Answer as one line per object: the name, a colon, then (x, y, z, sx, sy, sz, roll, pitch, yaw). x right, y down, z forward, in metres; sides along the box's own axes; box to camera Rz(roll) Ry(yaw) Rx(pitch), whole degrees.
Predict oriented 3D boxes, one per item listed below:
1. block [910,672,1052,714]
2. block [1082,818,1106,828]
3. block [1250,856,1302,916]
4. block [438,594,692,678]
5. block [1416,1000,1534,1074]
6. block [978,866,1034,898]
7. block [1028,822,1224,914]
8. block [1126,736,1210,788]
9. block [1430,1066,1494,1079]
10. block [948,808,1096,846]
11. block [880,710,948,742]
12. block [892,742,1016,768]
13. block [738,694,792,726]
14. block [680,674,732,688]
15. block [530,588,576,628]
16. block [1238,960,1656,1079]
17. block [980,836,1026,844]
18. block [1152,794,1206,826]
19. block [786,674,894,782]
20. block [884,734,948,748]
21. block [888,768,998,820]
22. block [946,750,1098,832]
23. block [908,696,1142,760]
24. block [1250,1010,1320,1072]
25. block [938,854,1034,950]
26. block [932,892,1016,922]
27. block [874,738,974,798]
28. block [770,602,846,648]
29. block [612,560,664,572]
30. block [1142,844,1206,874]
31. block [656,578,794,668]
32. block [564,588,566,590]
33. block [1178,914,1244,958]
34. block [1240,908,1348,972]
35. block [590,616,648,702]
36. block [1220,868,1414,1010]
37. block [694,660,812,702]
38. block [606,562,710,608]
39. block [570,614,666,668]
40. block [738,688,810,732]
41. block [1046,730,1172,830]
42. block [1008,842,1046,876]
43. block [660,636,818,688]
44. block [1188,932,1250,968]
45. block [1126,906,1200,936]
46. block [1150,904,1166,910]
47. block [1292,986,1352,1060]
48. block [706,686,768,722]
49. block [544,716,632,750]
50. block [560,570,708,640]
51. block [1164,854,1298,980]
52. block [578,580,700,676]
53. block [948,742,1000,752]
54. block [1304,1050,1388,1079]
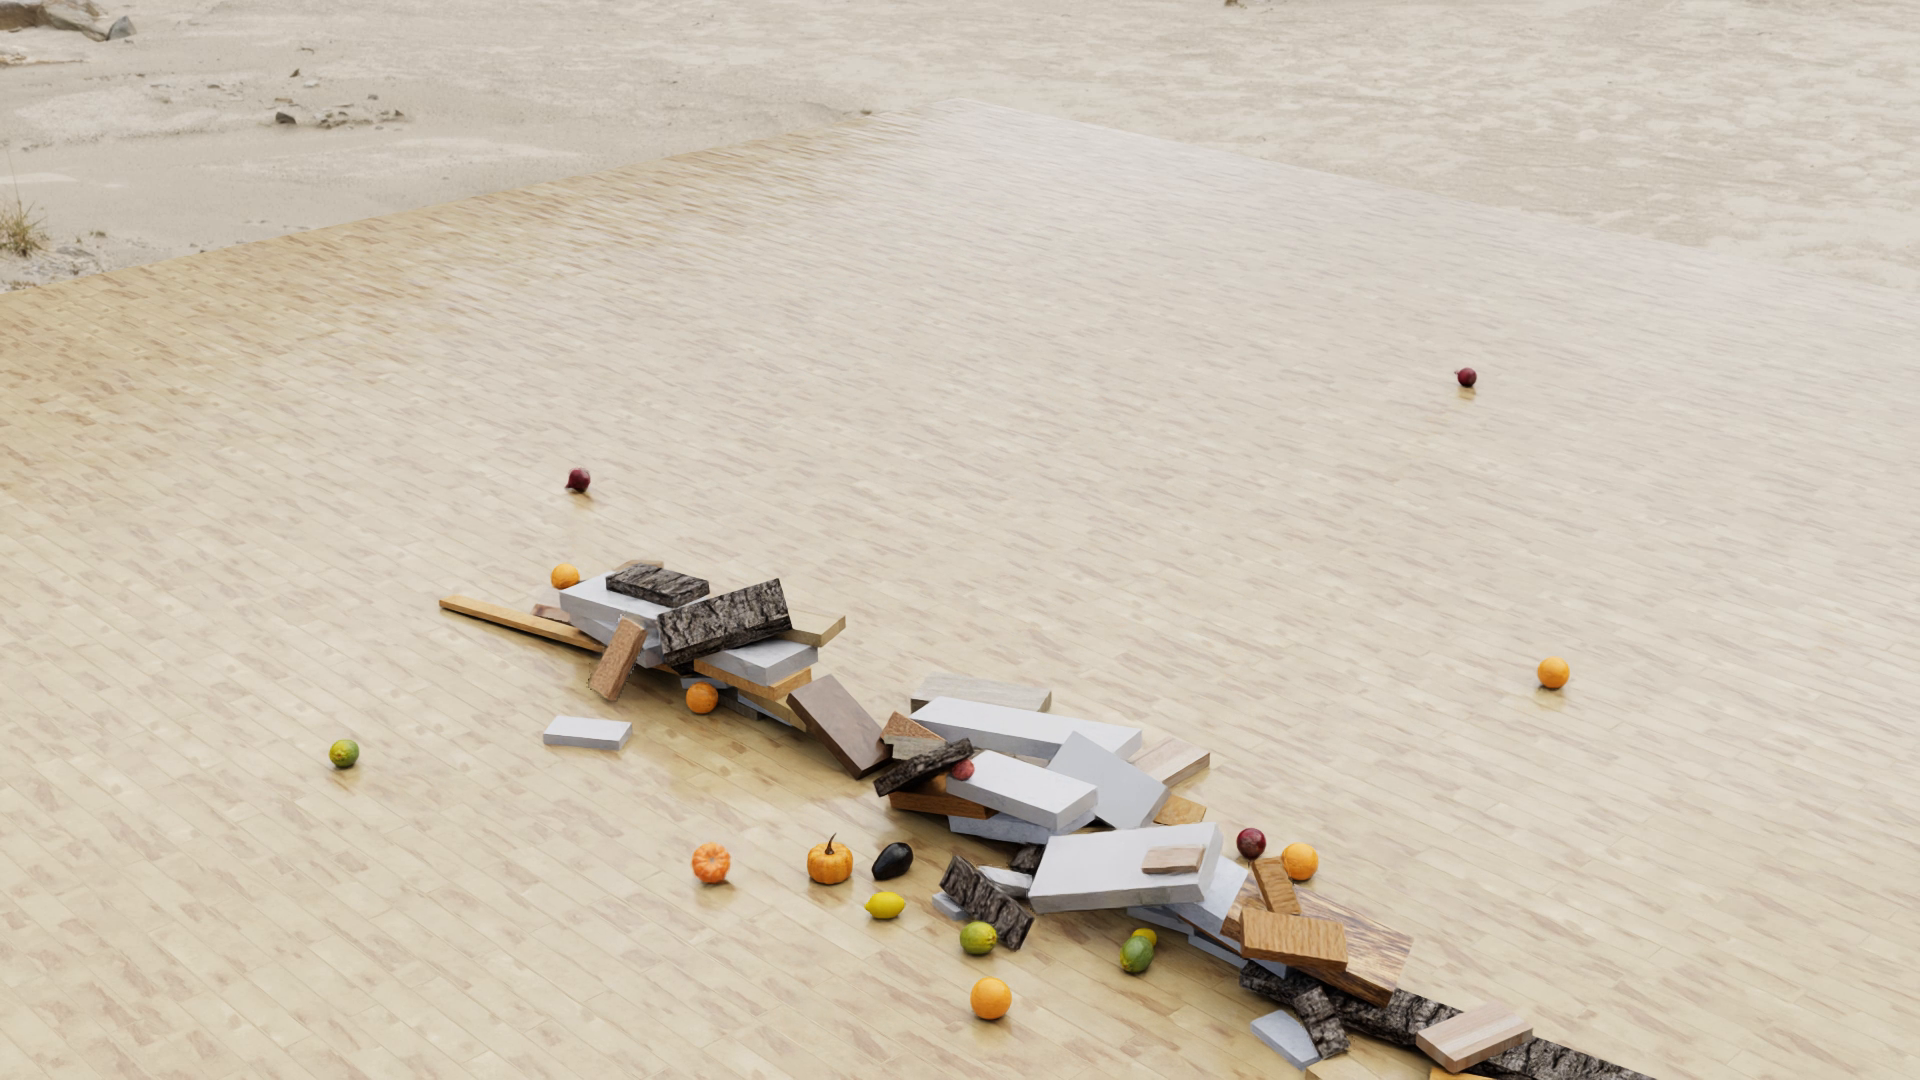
block: (0.047, 0.358, 4.866, 0.282, 0.040, 0.141, 8, 24, 17)
block: (0.230, 0.553, 4.432, 0.146, 0.021, 0.073, -3, 23, -8)
block: (0.553, 0.609, 3.843, 0.054, 0.015, 0.109, -6, 61, -26)
block: (-0.927, 0.221, 5.180, 0.792, 0.016, 0.057, 13, 21, 32)
block: (0.859, 0.828, 3.670, 0.179, 0.025, 0.090, -13, 28, -30)
block: (0.104, 0.647, 4.139, 0.136, 0.019, 0.068, 16, 12, -31)
block: (0.303, 0.600, 4.025, 0.342, 0.044, 0.154, -10, 34, 29)
block: (0.413, 0.478, 4.594, 0.109, 0.031, 0.218, 19, 30, 38)
block: (0.796, 0.931, 3.527, 0.109, 0.031, 0.218, 8, 24, 18)
block: (0.119, 0.544, 4.325, 0.268, 0.038, 0.134, 0, 17, 45)
block: (-0.099, 0.418, 4.628, 0.128, 0.064, 0.018, 30, 4, 5)
block: (-0.010, 0.454, 4.546, 0.247, 0.035, 0.124, 6, -12, 5)
block: (-0.398, 0.356, 4.828, 0.172, 0.024, 0.086, 21, 30, 39)
block: (-0.542, 0.308, 4.930, 0.086, 0.024, 0.172, -21, 11, -40)
block: (-0.940, 0.167, 5.282, 0.171, 0.024, 0.086, 9, 54, 24)
block: (0.851, 0.842, 3.707, 0.786, 0.031, 0.109, 15, 28, 29)
block: (0.113, 0.572, 4.340, 0.139, 0.020, 0.070, 0, 17, 45)
block: (0.401, 0.534, 4.391, 0.170, 0.018, 0.063, 18, 71, 16)
block: (-0.246, 0.394, 4.653, 0.120, 0.034, 0.239, -23, 59, -43)
block: (-0.090, 0.426, 4.585, 0.128, 0.018, 0.064, 5, -12, 7)
block: (-0.003, 0.508, 4.424, 0.268, 0.038, 0.134, 0, 17, 45)
block: (0.119, 0.486, 4.284, 0.268, 0.038, 0.134, 15, 27, 36)
block: (0.133, 0.405, 4.634, 0.484, 0.040, 0.141, 7, 19, 28)
block: (0.562, 0.849, 3.735, 0.068, 0.019, 0.136, -14, 27, -29)
block: (0.048, 0.667, 4.061, 0.019, 0.068, 0.216, 14, 15, -48)
block: (0.028, 0.672, 4.151, 0.148, 0.021, 0.073, -16, 28, -33)
block: (-0.074, 0.451, 4.352, 0.124, 0.035, 0.247, -18, -10, -25)
block: (-0.380, 0.181, 4.876, 0.226, 0.032, 0.113, 11, 25, 23)
block: (-0.804, 0.078, 5.467, 0.085, 0.024, 0.234, 2, 7, 5)
block: (0.383, 0.572, 3.944, 0.109, 0.015, 0.054, -8, 35, 31)
block: (-0.517, 0.180, 4.820, 0.282, 0.040, 0.141, -17, 37, -3)
block: (-0.955, 0.151, 5.384, 0.057, 0.016, 0.114, -20, 30, -39)
block: (0.481, 0.695, 3.983, 0.079, 0.022, 0.158, -20, 35, -40)
block: (0.571, 0.685, 3.767, 0.179, 0.025, 0.090, 9, 37, -4)
block: (-0.763, 0.265, 4.918, 0.024, 0.171, 0.085, 26, 0, -41)
block: (0.624, 0.691, 3.839, 0.308, 0.044, 0.154, 23, 35, 14)
block: (-0.457, 0.284, 4.835, 0.239, 0.034, 0.120, 17, 28, 34)
block: (-0.700, 0.105, 5.085, 0.226, 0.032, 0.113, 13, 25, 37)
block: (-0.743, 0.201, 5.075, 0.163, 0.046, 0.360, -16, 24, -34)
block: (-0.363, 0.343, 4.786, 0.120, 0.034, 0.239, -19, 30, -38)
block: (0.290, 0.493, 4.405, 0.248, 0.035, 0.124, 29, 77, 35)
block: (0.166, 0.611, 4.196, 0.139, 0.020, 0.070, 1, 40, 46)
block: (-0.490, 0.229, 4.861, 0.327, 0.046, 0.163, 18, 29, 36)
block: (0.502, 0.737, 3.996, 0.158, 0.022, 0.079, 20, 30, 39)
block: (0.395, 0.689, 4.077, 0.158, 0.022, 0.079, 9, 23, 43)
block: (0.343, 0.653, 4.134, 0.085, 0.024, 0.169, -21, 16, -39)
block: (0.605, 0.809, 3.683, 0.054, 0.109, 0.015, -21, -16, -17)
block: (-0.477, 0.352, 4.901, 0.172, 0.024, 0.086, 21, 30, 40)
block: (-0.803, 0.417, 4.748, 0.171, 0.024, 0.086, 4, 23, 10)
block: (-0.754, 0.148, 5.088, 0.327, 0.046, 0.163, 13, 25, 37)
block: (0.515, 0.670, 3.963, 0.154, 0.044, 0.308, -20, 35, -40)
block: (-0.748, 0.198, 5.199, 0.085, 0.024, 0.654, -9, 20, -29)
block: (0.023, 0.441, 4.653, 0.126, 0.018, 0.063, 5, 24, 10)
block: (0.660, 0.904, 3.598, 0.090, 0.025, 0.179, -15, 27, -31)
